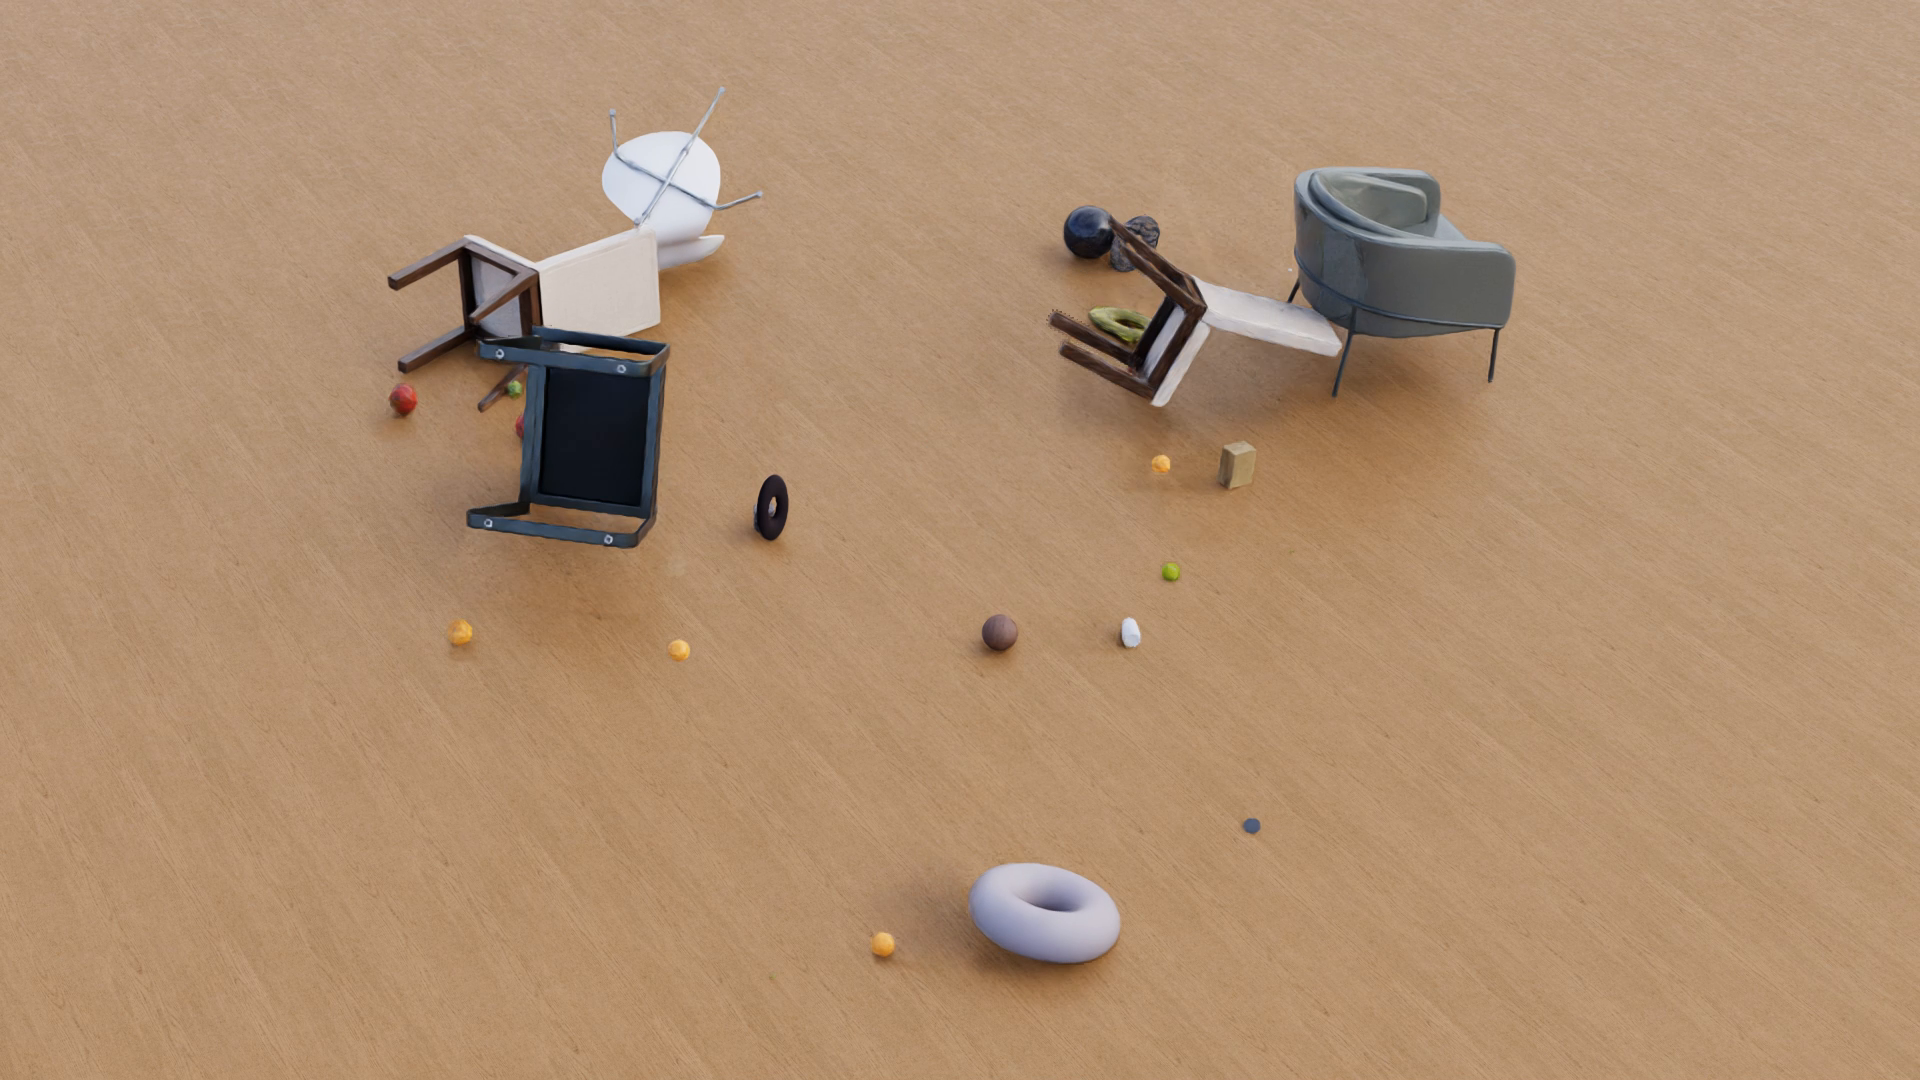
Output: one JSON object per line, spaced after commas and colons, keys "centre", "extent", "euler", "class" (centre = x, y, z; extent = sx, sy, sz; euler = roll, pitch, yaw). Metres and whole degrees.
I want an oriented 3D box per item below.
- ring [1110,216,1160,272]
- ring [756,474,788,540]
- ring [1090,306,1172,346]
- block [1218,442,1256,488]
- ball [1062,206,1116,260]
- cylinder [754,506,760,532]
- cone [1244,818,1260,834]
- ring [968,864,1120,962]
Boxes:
{"centre": [0.755, -1.282, 12.687], "extent": [0.181, 0.276, 0.052], "euler": [39, 15, 7], "class": "ring"}
{"centre": [-0.695, -0.120, 10.867], "extent": [0.040, 0.285, 0.152], "euler": [28, 43, 34], "class": "ring"}
{"centre": [0.709, -0.894, 12.255], "extent": [0.412, 0.053, 0.193], "euler": [25, 40, 33], "class": "ring"}
{"centre": [1.062, -0.289, 11.238], "extent": [0.109, 0.145, 0.076], "euler": [-14, 35, -34], "class": "block"}
{"centre": [0.566, -1.341, 12.767], "extent": [0.235, 0.235, 0.235], "euler": [0, 33, 0], "class": "ball"}
{"centre": [-0.734, -0.085, 11.000], "extent": [0.080, 0.082, 0.090], "euler": [5, 34, 7], "class": "cylinder"}
{"centre": [0.951, 0.920, 9.525], "extent": [0.056, 0.053, 0.062], "euler": [2, 10, 8], "class": "cone"}
{"centre": [0.259, 1.145, 9.018], "extent": [0.478, 0.163, 0.404], "euler": [14, 24, 5], "class": "ring"}
